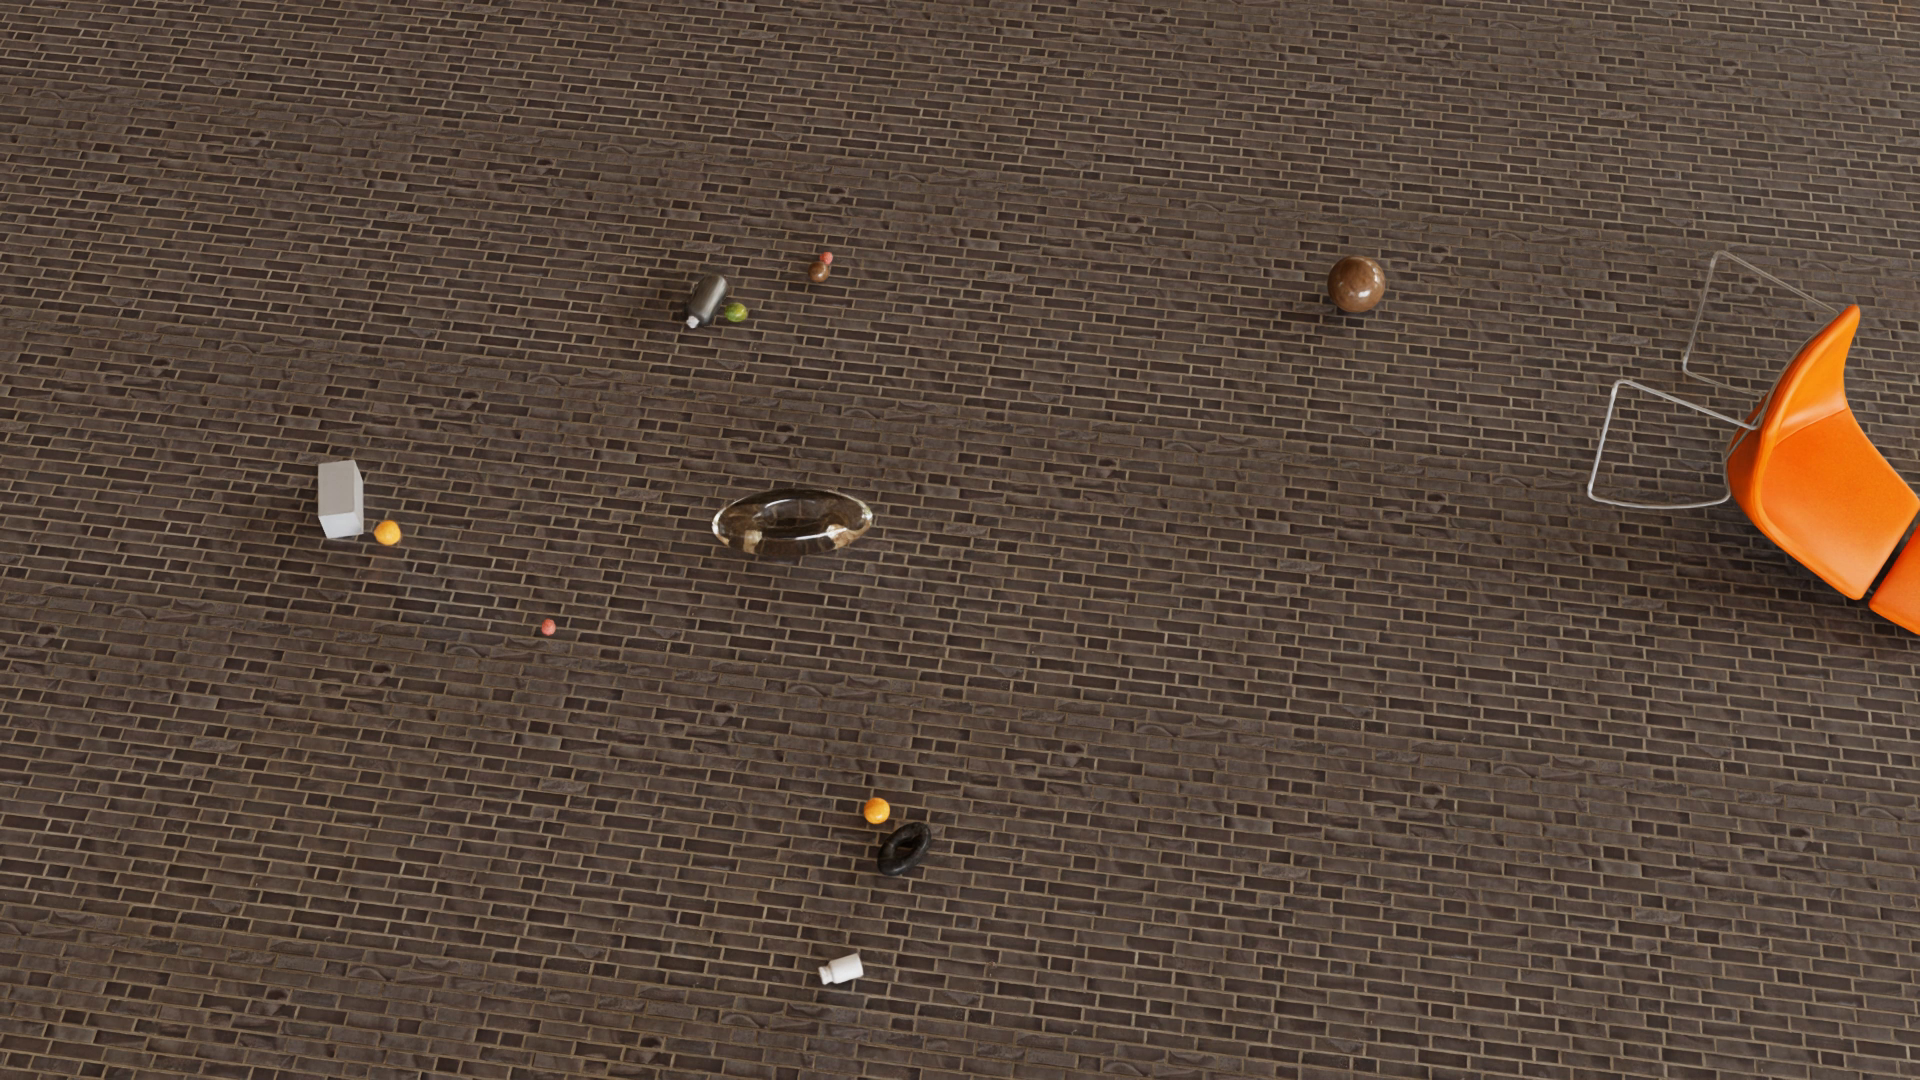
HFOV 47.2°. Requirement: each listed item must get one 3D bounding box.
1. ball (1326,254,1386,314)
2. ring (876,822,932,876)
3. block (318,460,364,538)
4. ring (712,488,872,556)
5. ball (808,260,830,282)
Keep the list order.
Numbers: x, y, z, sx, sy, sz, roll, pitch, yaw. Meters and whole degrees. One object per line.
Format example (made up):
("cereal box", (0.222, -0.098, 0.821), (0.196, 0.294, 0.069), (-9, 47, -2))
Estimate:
("ball", (1.262, -0.816, 7.010), (0.185, 0.185, 0.185), (0, 56, 0))
("ring", (-0.152, 0.840, 5.981), (0.110, 0.050, 0.184), (36, 64, 23))
("block", (-1.854, -0.123, 6.586), (0.106, 0.116, 0.193), (-7, 56, -5))
("ring", (-0.497, -0.053, 6.535), (0.479, 0.127, 0.204), (-3, 58, -2))
("ball", (-0.458, -0.868, 7.115), (0.069, 0.069, 0.069), (0, 56, 0))
